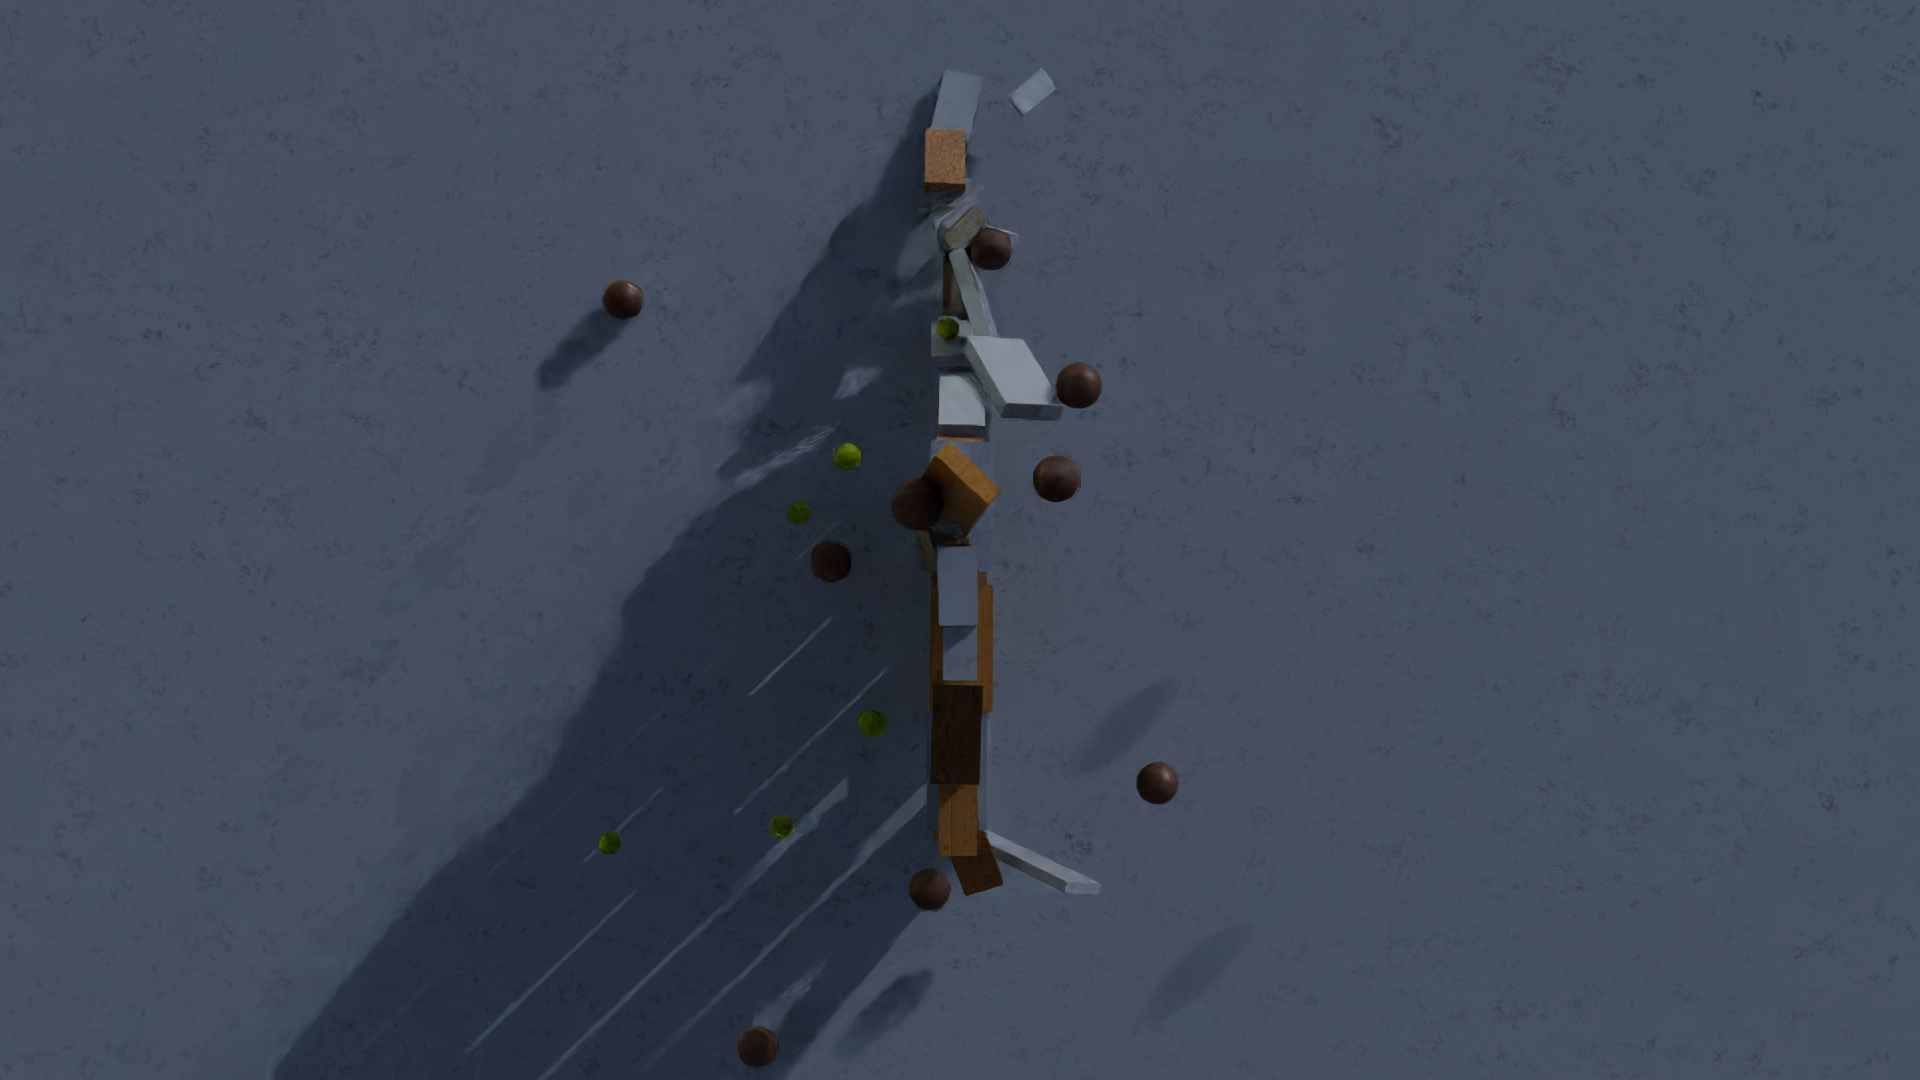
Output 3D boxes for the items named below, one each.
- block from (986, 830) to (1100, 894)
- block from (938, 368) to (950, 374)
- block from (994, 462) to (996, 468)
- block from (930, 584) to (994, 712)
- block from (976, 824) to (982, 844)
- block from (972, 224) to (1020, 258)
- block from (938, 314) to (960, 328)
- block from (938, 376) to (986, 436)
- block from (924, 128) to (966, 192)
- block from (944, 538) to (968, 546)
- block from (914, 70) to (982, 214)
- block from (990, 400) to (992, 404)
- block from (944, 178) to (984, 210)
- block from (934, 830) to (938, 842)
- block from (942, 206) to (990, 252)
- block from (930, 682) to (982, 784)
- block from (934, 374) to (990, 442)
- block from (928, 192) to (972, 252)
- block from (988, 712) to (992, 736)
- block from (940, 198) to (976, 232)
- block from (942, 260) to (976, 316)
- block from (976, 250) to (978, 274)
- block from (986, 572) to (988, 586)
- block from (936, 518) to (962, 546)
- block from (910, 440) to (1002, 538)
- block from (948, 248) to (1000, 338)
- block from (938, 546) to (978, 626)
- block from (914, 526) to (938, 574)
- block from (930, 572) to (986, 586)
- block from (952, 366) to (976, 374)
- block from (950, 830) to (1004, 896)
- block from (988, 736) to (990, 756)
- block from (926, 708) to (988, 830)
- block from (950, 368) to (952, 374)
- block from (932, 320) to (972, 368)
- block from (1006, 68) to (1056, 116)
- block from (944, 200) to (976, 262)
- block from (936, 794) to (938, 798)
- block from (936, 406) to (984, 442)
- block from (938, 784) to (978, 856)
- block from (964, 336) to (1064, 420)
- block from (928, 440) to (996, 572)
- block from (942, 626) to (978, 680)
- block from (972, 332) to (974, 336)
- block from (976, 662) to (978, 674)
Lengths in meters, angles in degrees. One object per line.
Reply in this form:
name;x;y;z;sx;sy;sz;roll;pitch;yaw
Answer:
block;0.185;0.989;5.139;0.118;0.753;0.033;9;90;-28
block;-0.004;-0.445;5.224;0.129;0.036;0.257;0;90;0
block;0.008;-0.220;4.572;0.172;0.344;0.049;1;102;0
block;0.004;0.286;4.368;0.167;0.047;0.333;0;90;0
block;0.003;0.761;4.279;0.097;0.194;0.028;-4;90;-1
block;0.116;-0.951;5.249;0.022;0.157;0.078;45;118;40
block;-0.037;-0.717;5.419;0.063;0.125;0.018;-4;109;-2
block;0.007;-0.377;4.629;0.130;0.261;0.037;1;126;0
block;-0.049;-1.225;5.324;0.130;0.037;0.260;2;53;-3
block;-0.008;0.038;4.298;0.063;0.127;0.018;-3;58;0
block;-0.039;-1.307;5.435;0.130;0.037;0.491;12;79;1
block;0.006;-0.446;4.998;0.162;0.412;0.046;-4;99;0
block;0.014;-1.103;5.280;0.063;0.018;0.125;30;72;31
block;-0.010;0.762;5.003;0.147;0.042;0.293;-1;90;0
block;0.018;-0.977;5.214;0.157;0.022;0.078;-47;114;-16
block;-0.009;0.479;4.081;0.122;0.035;0.245;2;90;0
block;0.006;-0.316;4.768;0.162;0.046;0.324;0;90;0
block;-0.024;-1.055;5.303;0.130;0.037;0.260;-11;69;-2
block;0.004;0.507;4.581;0.159;0.318;0.045;-2;90;0
block;-0.001;-1.026;5.233;0.125;0.018;0.063;-41;120;-16
block;-0.003;-0.838;5.425;0.104;0.029;0.208;2;127;0
block;0.008;-0.934;5.406;0.104;0.029;0.208;4;122;4
block;-0.002;0.199;5.118;0.178;0.050;0.356;0;90;0
block;-0.026;-0.009;4.283;0.063;0.127;0.018;19;65;10
block;-0.015;-0.116;4.173;0.178;0.356;0.050;43;71;2
block;0.065;-0.679;5.066;0.050;0.178;0.450;-22;54;9
block;-0.006;0.116;4.134;0.099;0.028;0.198;-1;85;0
block;-0.080;0.025;4.303;0.018;0.063;0.127;-32;118;-31
block;-0.004;0.145;4.748;0.161;0.046;0.322;0;90;0
block;0.014;-0.538;5.102;0.076;0.153;0.022;-4;118;1
block;0.036;0.913;4.760;0.118;0.033;0.236;-17;117;4
block;0.006;0.468;4.762;0.154;0.044;0.309;-2;90;0
block;-0.008;0.612;4.399;0.159;0.045;0.318;0;90;0
block;0.006;-0.520;5.130;0.077;0.153;0.022;-4;112;0
block;-0.025;-0.627;5.236;0.131;0.545;0.037;-3;109;0
block;0.233;-1.455;5.364;0.157;0.022;0.078;-42;107;-18
block;-0.003;-0.995;5.314;0.104;0.029;0.208;-3;69;0
block;-0.009;0.640;4.280;0.097;0.194;0.028;1;90;0
block;0.001;-0.306;4.620;0.131;0.261;0.037;1;116;0
block;-0.006;0.698;4.168;0.097;0.028;0.194;0;89;0
block;0.149;-0.464;4.706;0.178;0.355;0.050;1;127;-22
block;0.004;-0.090;4.377;0.172;0.049;0.344;1;91;0
block;0.000;0.269;4.160;0.086;0.024;0.171;0;90;0
block;0.011;-0.630;5.334;0.076;0.344;0.022;-2;109;0
block;0.001;0.328;4.258;0.086;0.171;0.024;0;88;0
